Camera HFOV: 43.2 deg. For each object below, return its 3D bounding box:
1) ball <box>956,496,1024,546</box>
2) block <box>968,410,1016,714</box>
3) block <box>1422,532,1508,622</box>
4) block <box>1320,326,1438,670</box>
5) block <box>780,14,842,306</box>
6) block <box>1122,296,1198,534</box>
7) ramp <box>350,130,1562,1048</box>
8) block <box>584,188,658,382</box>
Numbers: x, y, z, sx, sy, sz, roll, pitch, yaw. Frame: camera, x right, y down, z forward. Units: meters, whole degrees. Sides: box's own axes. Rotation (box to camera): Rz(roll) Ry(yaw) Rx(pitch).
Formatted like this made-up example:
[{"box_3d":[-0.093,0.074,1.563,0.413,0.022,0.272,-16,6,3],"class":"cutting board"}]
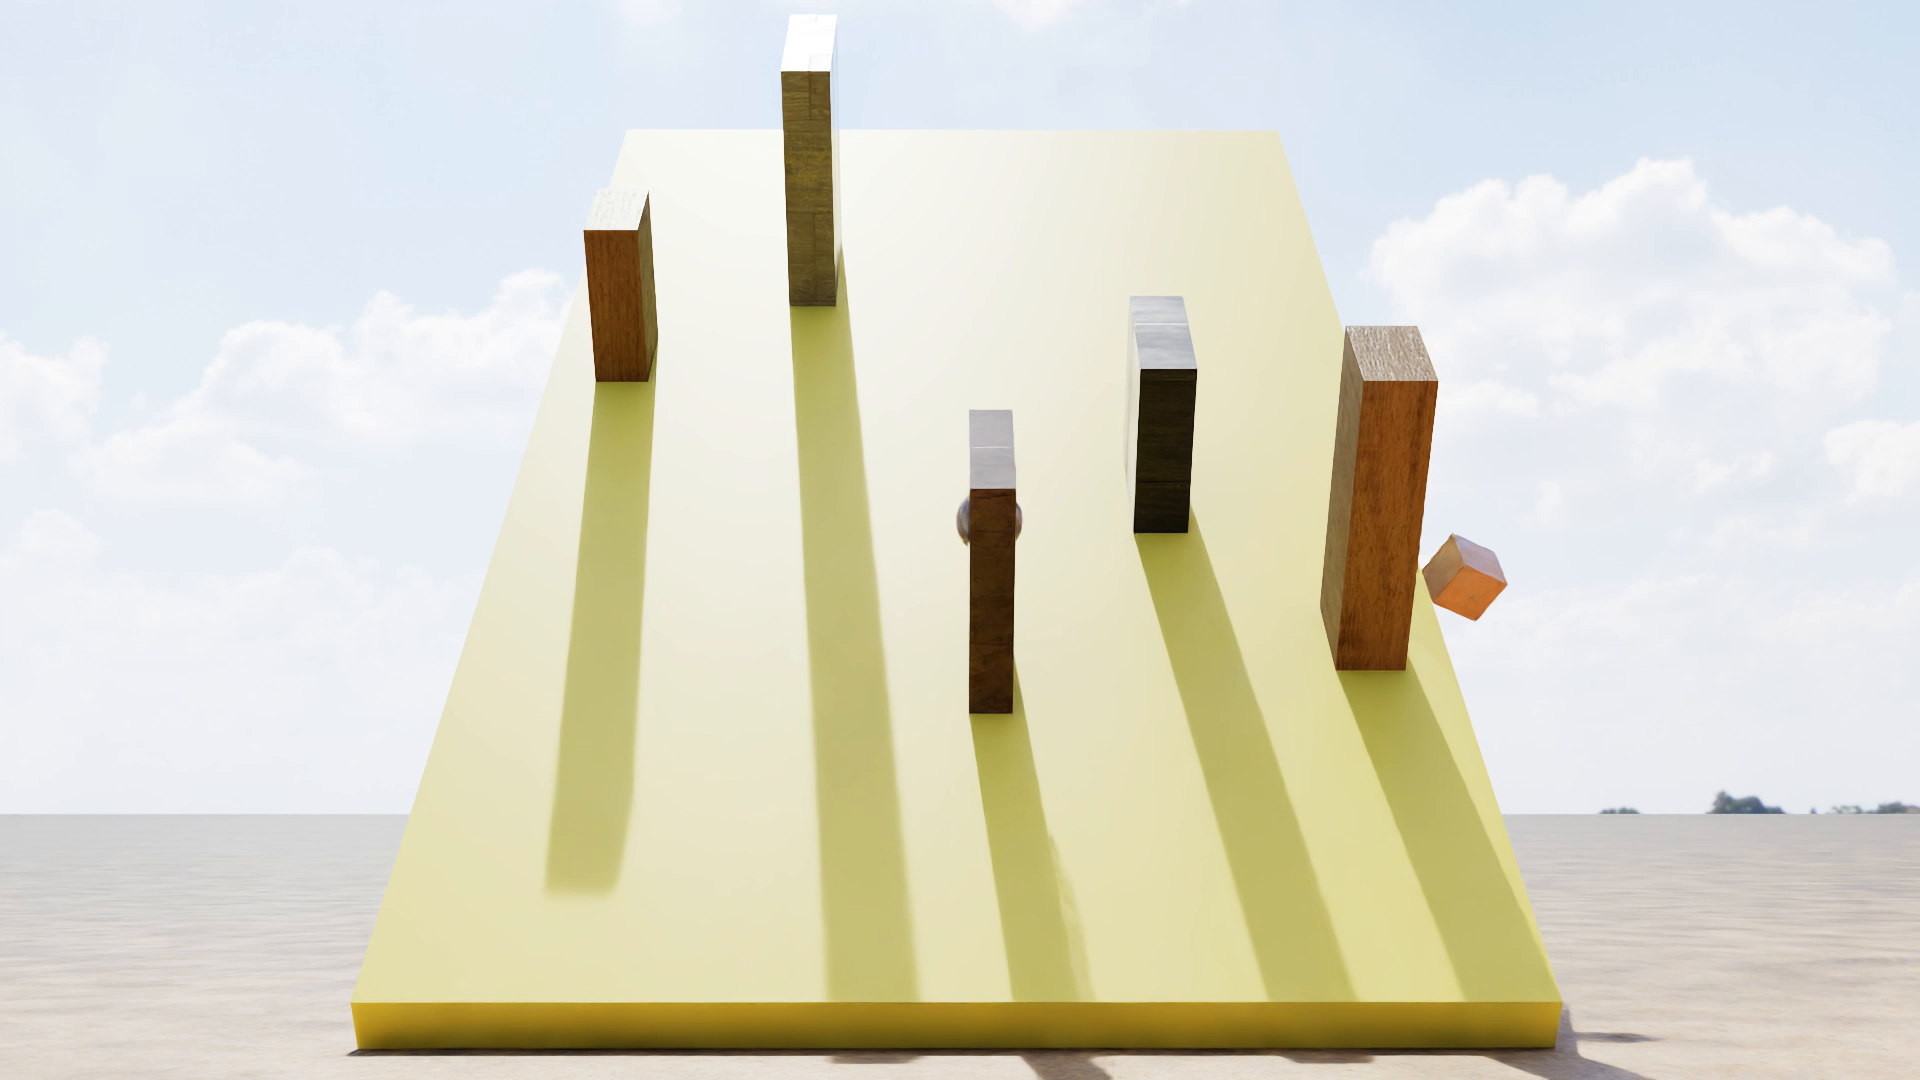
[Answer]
[{"box_3d":[0.060,-0.038,4.946,0.138,0.138,0.138,0,-6,0],"class":"ball"},{"box_3d":[0.060,0.041,4.729,0.086,0.503,0.317,0,30,0],"class":"block"},{"box_3d":[1.065,0.079,5.117,0.113,0.113,0.113,23,-59,-19],"class":"block"},{"box_3d":[0.824,-0.079,4.795,0.141,0.648,0.240,0,30,0],"class":"block"},{"box_3d":[-0.386,-0.998,6.361,0.122,0.641,0.435,0,30,0],"class":"block"},{"box_3d":[0.440,-0.281,5.380,0.121,0.403,0.366,0,30,0],"class":"block"},{"box_3d":[-0.013,-0.206,5.746,2.000,0.100,4.000,0,30,0],"class":"ramp"},{"box_3d":[-0.832,-0.628,5.962,0.129,0.403,0.256,0,30,0],"class":"block"}]
